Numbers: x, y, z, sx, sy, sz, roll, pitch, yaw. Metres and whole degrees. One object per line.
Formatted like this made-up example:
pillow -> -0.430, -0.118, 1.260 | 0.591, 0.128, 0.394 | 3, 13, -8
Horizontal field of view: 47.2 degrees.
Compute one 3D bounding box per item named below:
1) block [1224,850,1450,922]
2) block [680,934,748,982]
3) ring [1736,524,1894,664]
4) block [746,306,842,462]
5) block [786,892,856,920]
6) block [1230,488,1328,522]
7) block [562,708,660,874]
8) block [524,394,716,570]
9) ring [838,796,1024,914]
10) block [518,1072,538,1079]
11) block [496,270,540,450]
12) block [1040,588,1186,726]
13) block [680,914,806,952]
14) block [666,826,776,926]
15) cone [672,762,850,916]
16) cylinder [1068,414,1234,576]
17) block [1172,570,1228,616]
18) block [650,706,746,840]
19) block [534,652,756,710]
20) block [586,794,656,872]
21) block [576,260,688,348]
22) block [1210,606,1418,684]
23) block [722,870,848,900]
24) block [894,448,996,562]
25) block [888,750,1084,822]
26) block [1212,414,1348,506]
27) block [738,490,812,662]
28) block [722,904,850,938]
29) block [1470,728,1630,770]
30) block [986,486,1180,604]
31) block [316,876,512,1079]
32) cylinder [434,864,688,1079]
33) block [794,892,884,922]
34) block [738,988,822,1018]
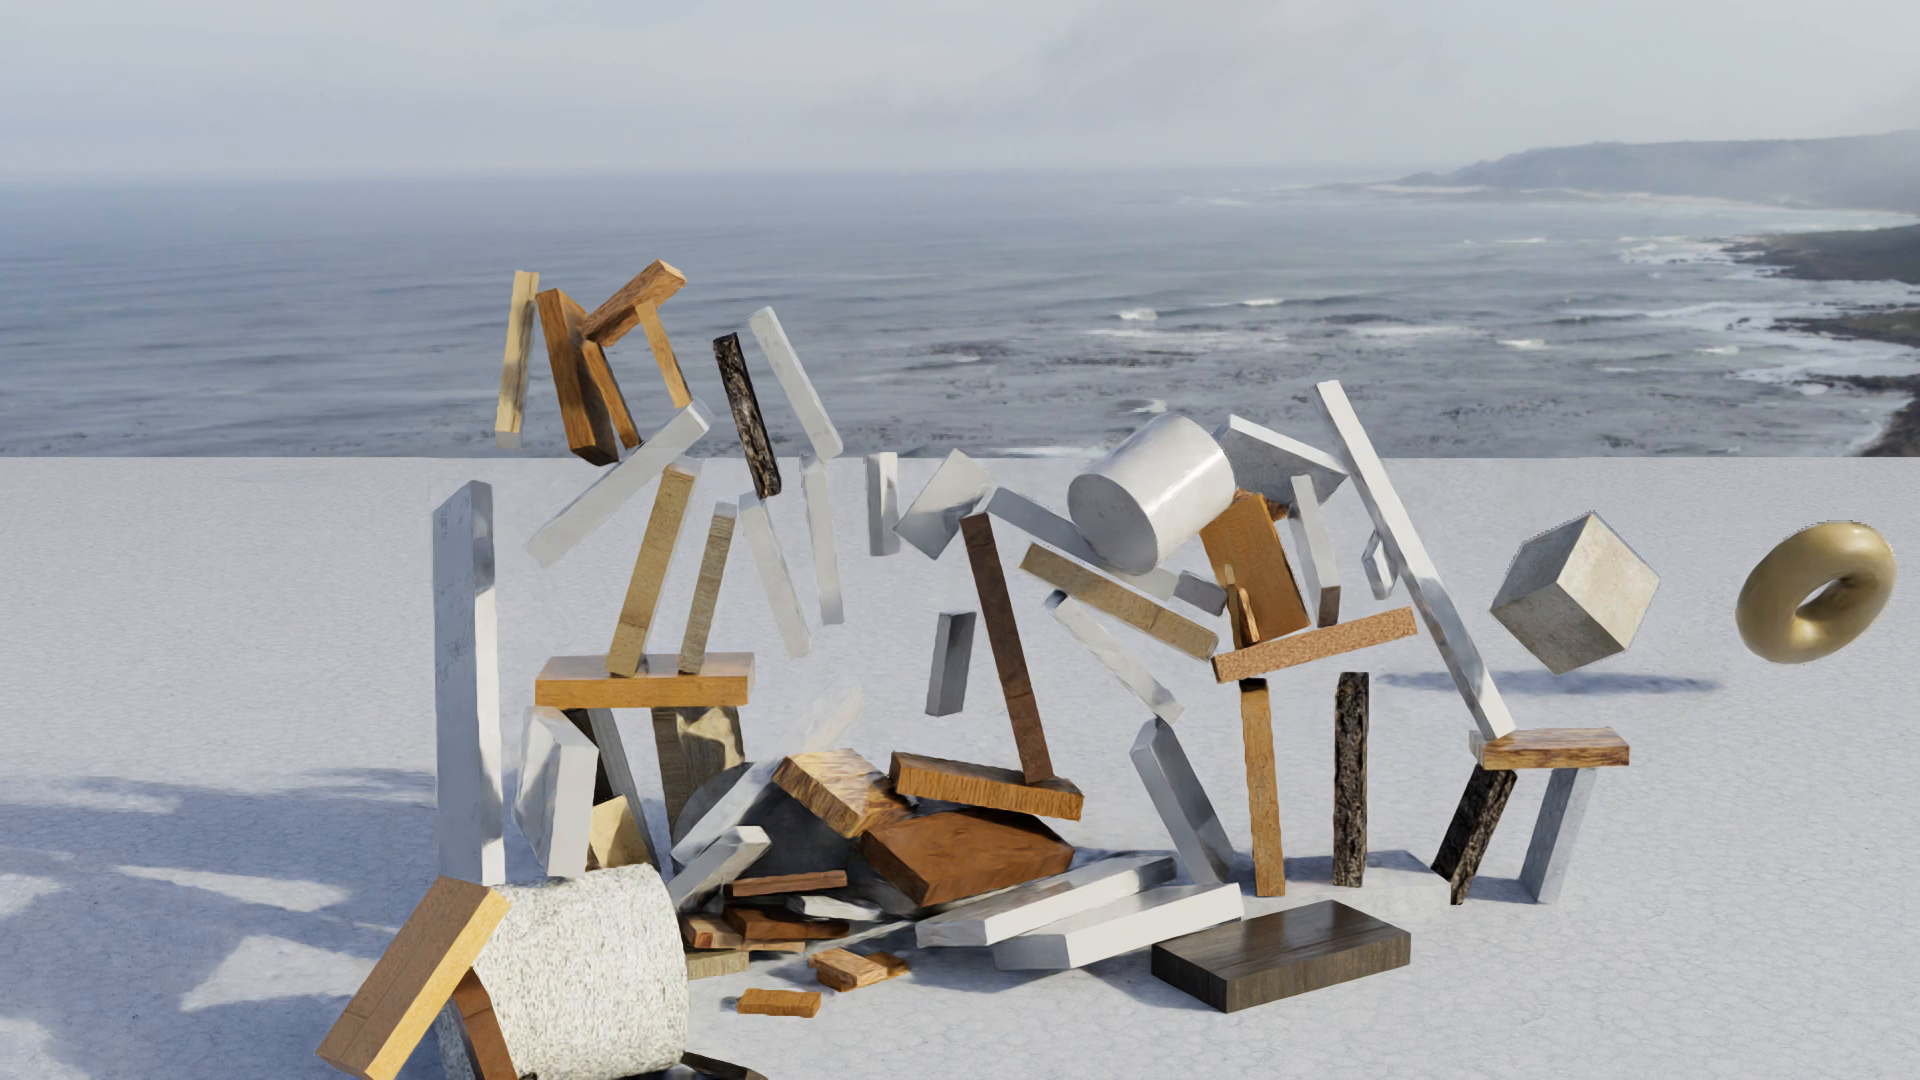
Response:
block -> 0.602, 0.574, 3.618 | 0.358, 0.051, 0.179 | -2, 11, -12
block -> -0.447, 0.637, 3.330 | 0.226, 0.032, 0.113 | -5, 12, -25
ring -> 1.897, 0.121, 4.880 | 0.371, 0.371, 0.124 | -4, 39, -20
block -> -0.263, -0.252, 3.521 | 0.036, 0.255, 0.127 | -27, 9, 2
block -> -0.204, 0.570, 3.421 | 0.062, 0.017, 0.123 | 17, 8, 42
block -> 0.552, -0.074, 3.811 | 0.154, 0.022, 0.077 | -21, 50, -8
block -> -0.577, 0.423, 3.639 | 0.048, 0.339, 0.170 | -15, 10, 3
block -> -0.544, -0.095, 3.544 | 0.342, 0.048, 0.171 | -40, 9, 6
ring -> -0.063, 0.523, 3.684 | 0.377, 0.126, 0.377 | 2, 11, 0
block -> -0.501, 0.726, 2.681 | 0.025, 0.088, 0.175 | -20, 17, -17
block -> -0.726, -0.293, 3.613 | 0.038, 0.268, 0.134 | 7, -11, -9
block -> 0.247, 0.188, 3.556 | 0.265, 0.038, 0.133 | 44, -2, -6
block -> -0.333, 0.602, 3.371 | 0.175, 0.025, 0.087 | 6, 7, -23
block -> -0.393, 0.521, 3.364 | 0.226, 0.032, 0.113 | -41, -18, 10
cone -> -0.312, 0.532, 3.634 | 0.284, 0.284, 0.284 | 0, -16, 3
cylinder -> 0.304, -0.073, 3.496 | 0.188, 0.188, 0.188 | -37, 30, -30
block -> 0.399, 0.088, 3.634 | 0.090, 0.045, 0.013 | 27, 20, 30
block -> -0.417, 0.421, 3.640 | 0.048, 0.339, 0.170 | -4, 8, 29
block -> -0.512, 0.230, 3.606 | 0.339, 0.048, 0.170 | -1, 10, -1
block -> -0.529, 0.522, 3.444 | 0.032, 0.226, 0.113 | -25, -4, 31
block -> -0.529, -0.381, 3.551 | 0.174, 0.025, 0.087 | -38, -15, 9
block -> 0.565, 0.171, 3.531 | 0.317, 0.045, 0.158 | -15, -6, 3
block -> -0.268, 0.528, 3.362 | 0.175, 0.025, 0.087 | -3, -11, -16
block -> -0.026, -0.059, 3.706 | 0.087, 0.174, 0.025 | 37, -1, -5
block -> 0.040, 0.403, 3.604 | 0.301, 0.043, 0.151 | 10, 3, -8
block -> 0.522, -0.125, 3.687 | 0.230, 0.115, 0.033 | 21, 46, -17
block -> -0.302, 0.055, 3.592 | 0.037, 0.261, 0.130 | -18, 14, -1
block -> -0.268, 0.585, 3.376 | 0.175, 0.025, 0.087 | 6, 8, -31
block -> 0.970, 0.343, 3.625 | 0.234, 0.033, 0.117 | -2, 11, 1
block -> 0.204, 0.007, 3.635 | 0.329, 0.047, 0.165 | 27, 2, 4
block -> -0.655, 0.526, 2.638 | 0.127, 0.036, 0.255 | 1, 51, 48
cylinder -> -0.538, 0.587, 2.924 | 0.277, 0.277, 0.277 | -5, 12, -25
block -> -0.185, 0.561, 3.359 | 0.123, 0.017, 0.062 | 9, 4, -19
block -> -0.261, 0.671, 3.188 | 0.112, 0.016, 0.056 | 2, 11, 8
